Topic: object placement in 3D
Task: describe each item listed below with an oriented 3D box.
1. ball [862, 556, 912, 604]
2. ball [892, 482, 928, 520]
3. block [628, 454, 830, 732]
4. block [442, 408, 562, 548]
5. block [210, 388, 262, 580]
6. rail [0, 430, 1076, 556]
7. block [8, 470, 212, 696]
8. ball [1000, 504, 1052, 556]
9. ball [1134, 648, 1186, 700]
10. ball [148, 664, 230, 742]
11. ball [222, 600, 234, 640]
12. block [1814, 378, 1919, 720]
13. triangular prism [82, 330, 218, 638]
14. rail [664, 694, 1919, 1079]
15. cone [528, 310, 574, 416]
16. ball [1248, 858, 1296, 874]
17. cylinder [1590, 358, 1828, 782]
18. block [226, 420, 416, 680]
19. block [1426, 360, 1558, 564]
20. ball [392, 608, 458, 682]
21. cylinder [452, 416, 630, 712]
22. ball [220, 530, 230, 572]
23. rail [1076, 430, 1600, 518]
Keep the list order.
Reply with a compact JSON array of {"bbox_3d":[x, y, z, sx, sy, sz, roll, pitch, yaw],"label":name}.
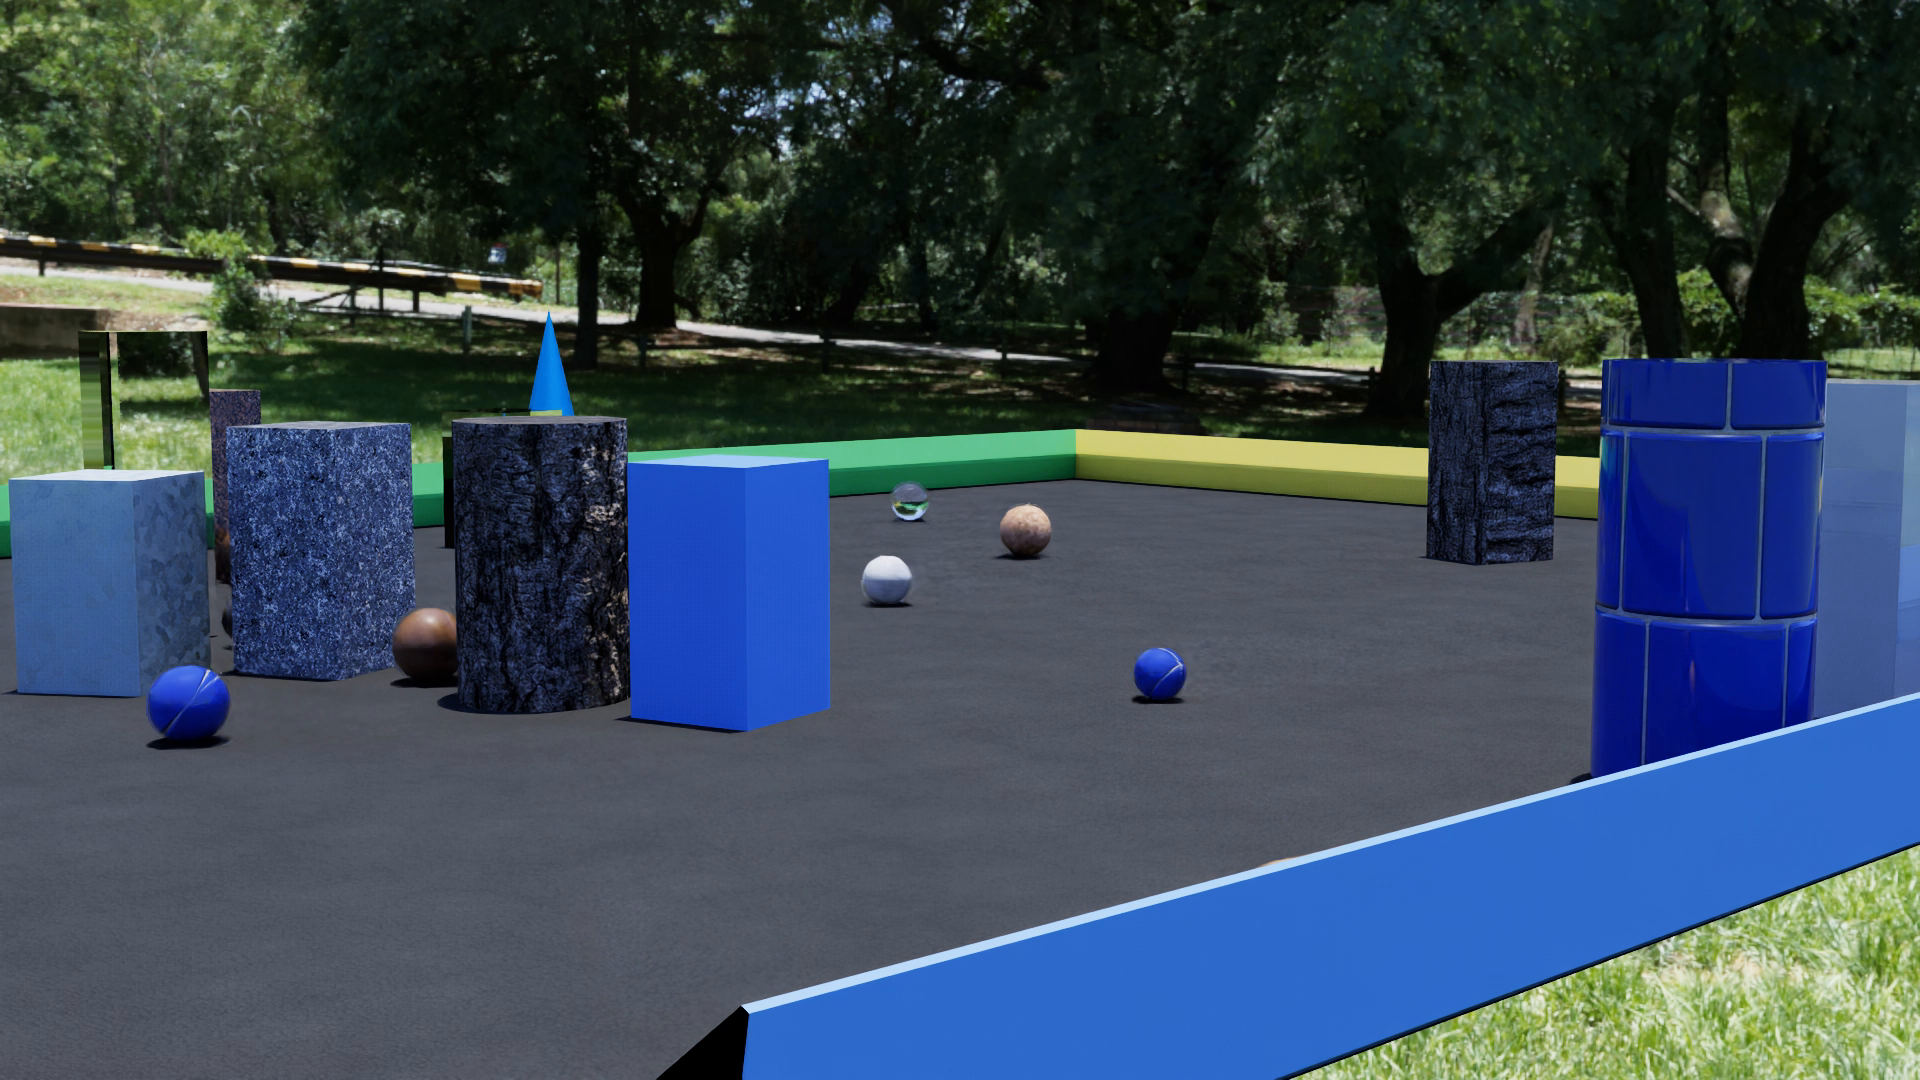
[{"bbox_3d":[-0.111,0.061,3.333,0.075,0.075,0.075,0,6,0],"label":"ball"},{"bbox_3d":[-0.107,-0.082,4.678,0.079,0.079,0.079,0,6,0],"label":"ball"},{"bbox_3d":[-0.253,0.052,2.425,0.157,0.280,0.157,3,7,30],"label":"block"},{"bbox_3d":[-0.863,-0.117,4.161,0.157,0.256,0.157,4,7,30],"label":"block"},{"bbox_3d":[-1.280,-0.094,3.674,0.157,0.311,0.157,4,7,32],"label":"block"},{"bbox_3d":[-1.105,-0.091,4.523,3.888,0.128,0.045,-5,8,-42],"label":"rail"},{"bbox_3d":[-1.009,0.047,2.619,0.157,0.250,0.157,1,6,11],"label":"block"},{"bbox_3d":[0.119,-0.017,3.983,0.094,0.094,0.094,0,6,0],"label":"ball"},{"bbox_3d":[0.229,0.153,2.519,0.061,0.061,0.061,0,6,0],"label":"ball"},{"bbox_3d":[-0.796,0.169,2.270,0.080,0.080,0.080,0,6,0],"label":"ball"},{"bbox_3d":[-0.939,0.104,2.916,0.075,0.075,0.075,0,6,0],"label":"ball"},{"bbox_3d":[0.999,0.008,2.441,0.157,0.366,0.157,-6,8,-43],"label":"block"},{"bbox_3d":[-1.081,-0.072,2.957,0.148,0.417,0.170,-3,7,-30],"label":"triangular prism"},{"bbox_3d":[1.105,0.158,2.141,3.888,0.128,0.045,-5,8,-42],"label":"rail"},{"bbox_3d":[-0.821,-0.239,4.416,0.197,0.446,0.197,0,6,0],"label":"cone"},{"bbox_3d":[0.213,0.252,1.414,0.093,0.093,0.093,0,6,0],"label":"ball"},{"bbox_3d":[0.694,0.033,2.046,0.197,0.398,0.197,0,6,0],"label":"cylinder"},{"bbox_3d":[-0.793,0.008,2.740,0.157,0.303,0.157,2,6,20],"label":"block"},{"bbox_3d":[0.954,-0.144,3.948,0.157,0.354,0.157,-3,7,-29],"label":"block"},{"bbox_3d":[-0.636,0.126,2.638,0.090,0.090,0.090,0,6,0],"label":"ball"},{"bbox_3d":[-0.479,0.022,2.524,0.197,0.320,0.197,0,6,0],"label":"cylinder"},{"bbox_3d":[-1.166,0.019,3.620,0.098,0.098,0.098,0,6,0],"label":"ball"},{"bbox_3d":[1.411,-0.102,4.627,0.045,0.128,3.307,-5,8,-42],"label":"rail"}]
